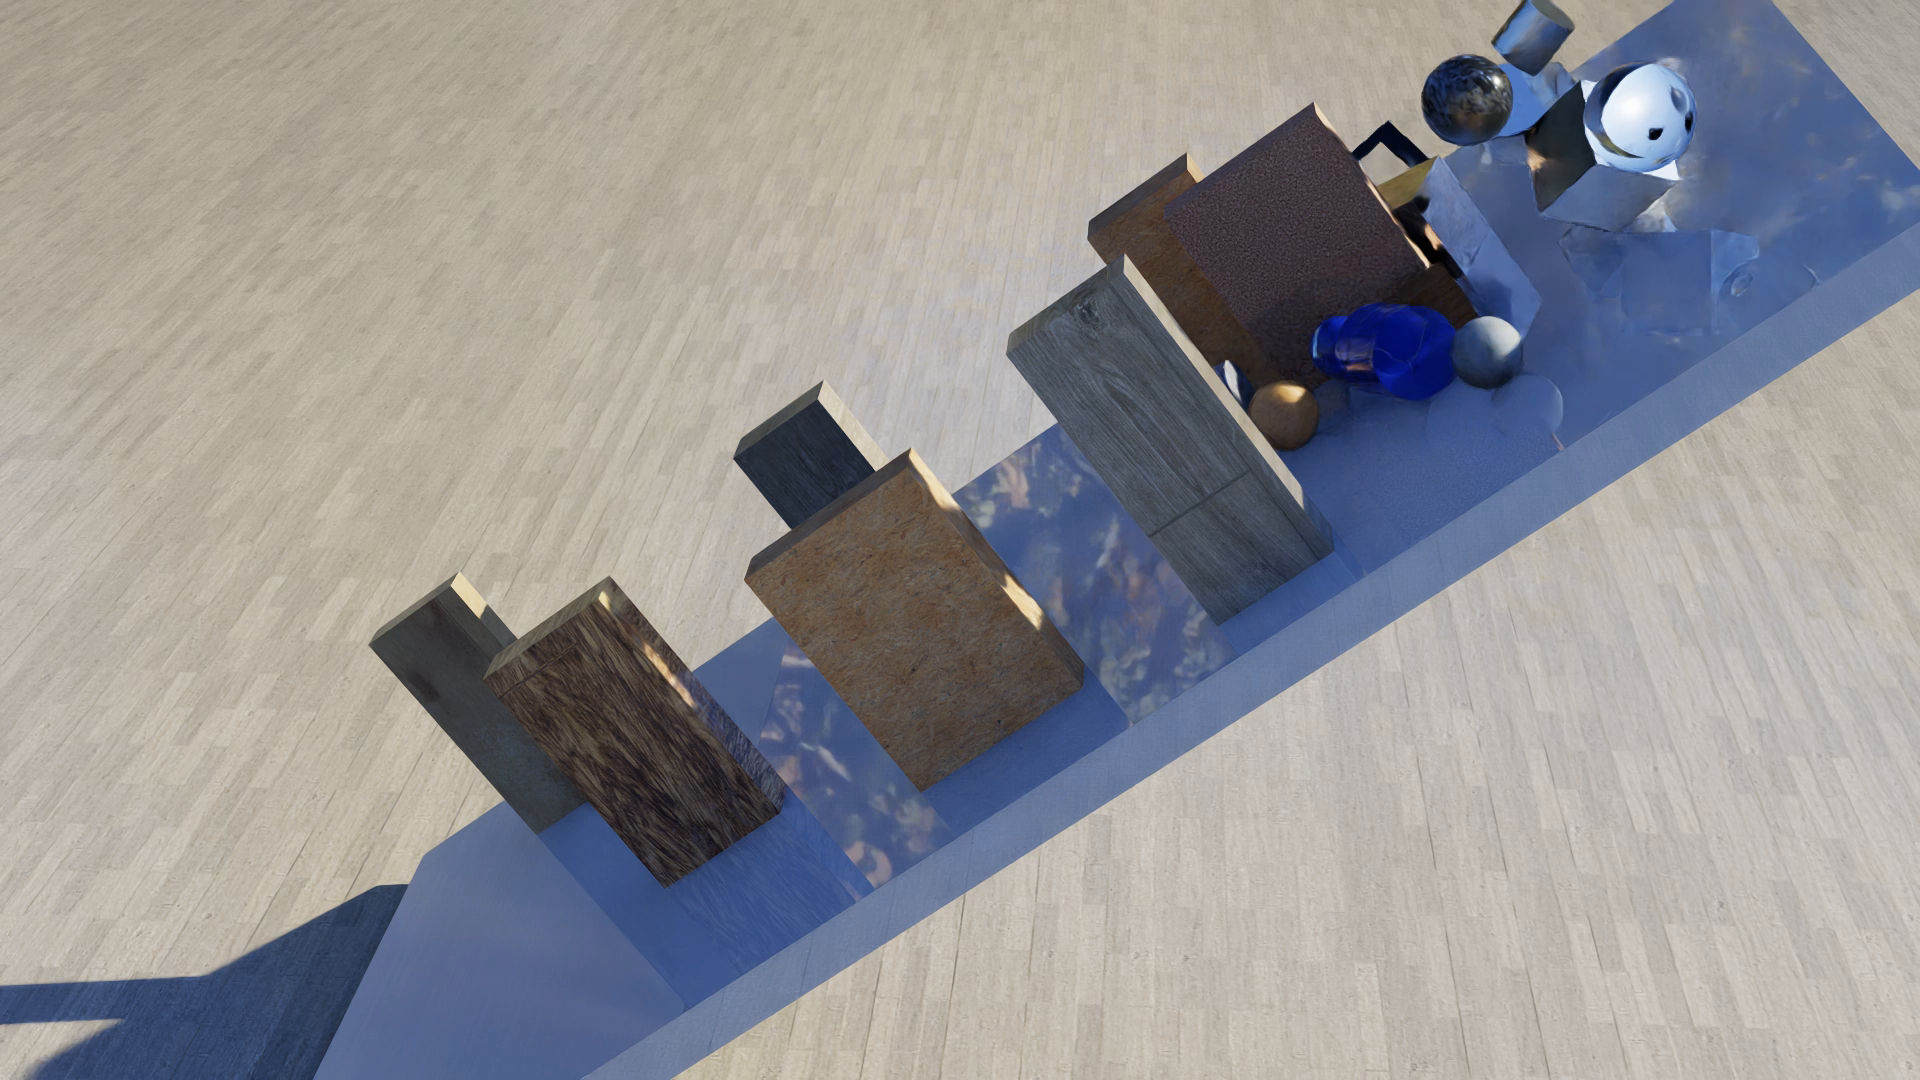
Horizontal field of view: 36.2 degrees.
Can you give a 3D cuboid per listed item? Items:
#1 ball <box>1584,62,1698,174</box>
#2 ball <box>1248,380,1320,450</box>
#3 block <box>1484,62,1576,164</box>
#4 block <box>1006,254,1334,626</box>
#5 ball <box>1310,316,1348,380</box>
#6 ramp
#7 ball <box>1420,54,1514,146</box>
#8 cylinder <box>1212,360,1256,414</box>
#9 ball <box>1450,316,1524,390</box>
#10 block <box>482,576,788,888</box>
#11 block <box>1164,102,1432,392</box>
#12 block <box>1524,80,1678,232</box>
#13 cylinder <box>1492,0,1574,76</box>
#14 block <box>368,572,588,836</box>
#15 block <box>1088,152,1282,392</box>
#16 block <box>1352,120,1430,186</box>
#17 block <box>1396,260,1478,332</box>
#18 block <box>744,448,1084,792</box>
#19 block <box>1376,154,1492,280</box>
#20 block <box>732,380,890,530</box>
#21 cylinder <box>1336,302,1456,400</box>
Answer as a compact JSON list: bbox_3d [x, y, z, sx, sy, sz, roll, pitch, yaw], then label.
[{"bbox_3d":[1.255,-0.780,5.428,0.205,0.205,0.205,0,23,0],"label":"ball"},{"bbox_3d":[0.649,-0.250,5.899,0.143,0.143,0.143,0,23,0],"label":"ball"},{"bbox_3d":[1.181,-0.883,6.090,0.158,0.158,0.158,1,-14,29],"label":"block"},{"bbox_3d":[0.385,-0.177,5.339,0.259,0.650,0.119,-34,16,16],"label":"block"},{"bbox_3d":[0.782,-0.395,6.031,0.130,0.130,0.130,0,23,0],"label":"ball"},{"bbox_3d":[0.129,0.179,6.321,4.000,0.100,2.000,-34,16,16],"label":"ramp"},{"bbox_3d":[1.008,-0.874,5.844,0.181,0.181,0.181,0,23,0],"label":"ball"},{"bbox_3d":[0.517,-0.261,6.056,0.163,0.163,0.163,-28,13,22],"label":"cylinder"},{"bbox_3d":[0.976,-0.346,5.446,0.135,0.135,0.135,0,23,0],"label":"ball"},{"bbox_3d":[-0.679,0.408,6.189,0.317,0.601,0.124,-34,16,16],"label":"block"},{"bbox_3d":[0.716,-0.594,6.078,0.377,0.483,0.100,-34,16,16],"label":"block"},{"bbox_3d":[1.227,-0.734,5.633,0.189,0.189,0.189,8,61,-23],"label":"block"},{"bbox_3d":[1.156,-1.021,5.934,0.118,0.118,0.118,27,30,-17],"label":"cylinder"},{"bbox_3d":[-1.123,0.401,7.156,0.266,0.631,0.089,-34,16,16],"label":"block"},{"bbox_3d":[0.529,-0.548,6.346,0.261,0.498,0.141,-34,16,16],"label":"block"},{"bbox_3d":[0.947,-0.790,6.576,0.172,0.172,0.172,-42,77,-12],"label":"block"},{"bbox_3d":[0.958,-0.476,5.903,0.107,0.107,0.107,-36,16,12],"label":"block"},{"bbox_3d":[-0.084,0.158,5.638,0.391,0.553,0.111,-34,16,16],"label":"block"},{"bbox_3d":[0.961,-0.649,6.213,0.199,0.199,0.199,-25,21,41],"label":"block"},{"bbox_3d":[-0.298,-0.120,7.097,0.259,0.451,0.141,-34,16,16],"label":"block"},{"bbox_3d":[0.848,-0.367,5.710,0.180,0.180,0.180,-7,8,-15],"label":"cylinder"}]
